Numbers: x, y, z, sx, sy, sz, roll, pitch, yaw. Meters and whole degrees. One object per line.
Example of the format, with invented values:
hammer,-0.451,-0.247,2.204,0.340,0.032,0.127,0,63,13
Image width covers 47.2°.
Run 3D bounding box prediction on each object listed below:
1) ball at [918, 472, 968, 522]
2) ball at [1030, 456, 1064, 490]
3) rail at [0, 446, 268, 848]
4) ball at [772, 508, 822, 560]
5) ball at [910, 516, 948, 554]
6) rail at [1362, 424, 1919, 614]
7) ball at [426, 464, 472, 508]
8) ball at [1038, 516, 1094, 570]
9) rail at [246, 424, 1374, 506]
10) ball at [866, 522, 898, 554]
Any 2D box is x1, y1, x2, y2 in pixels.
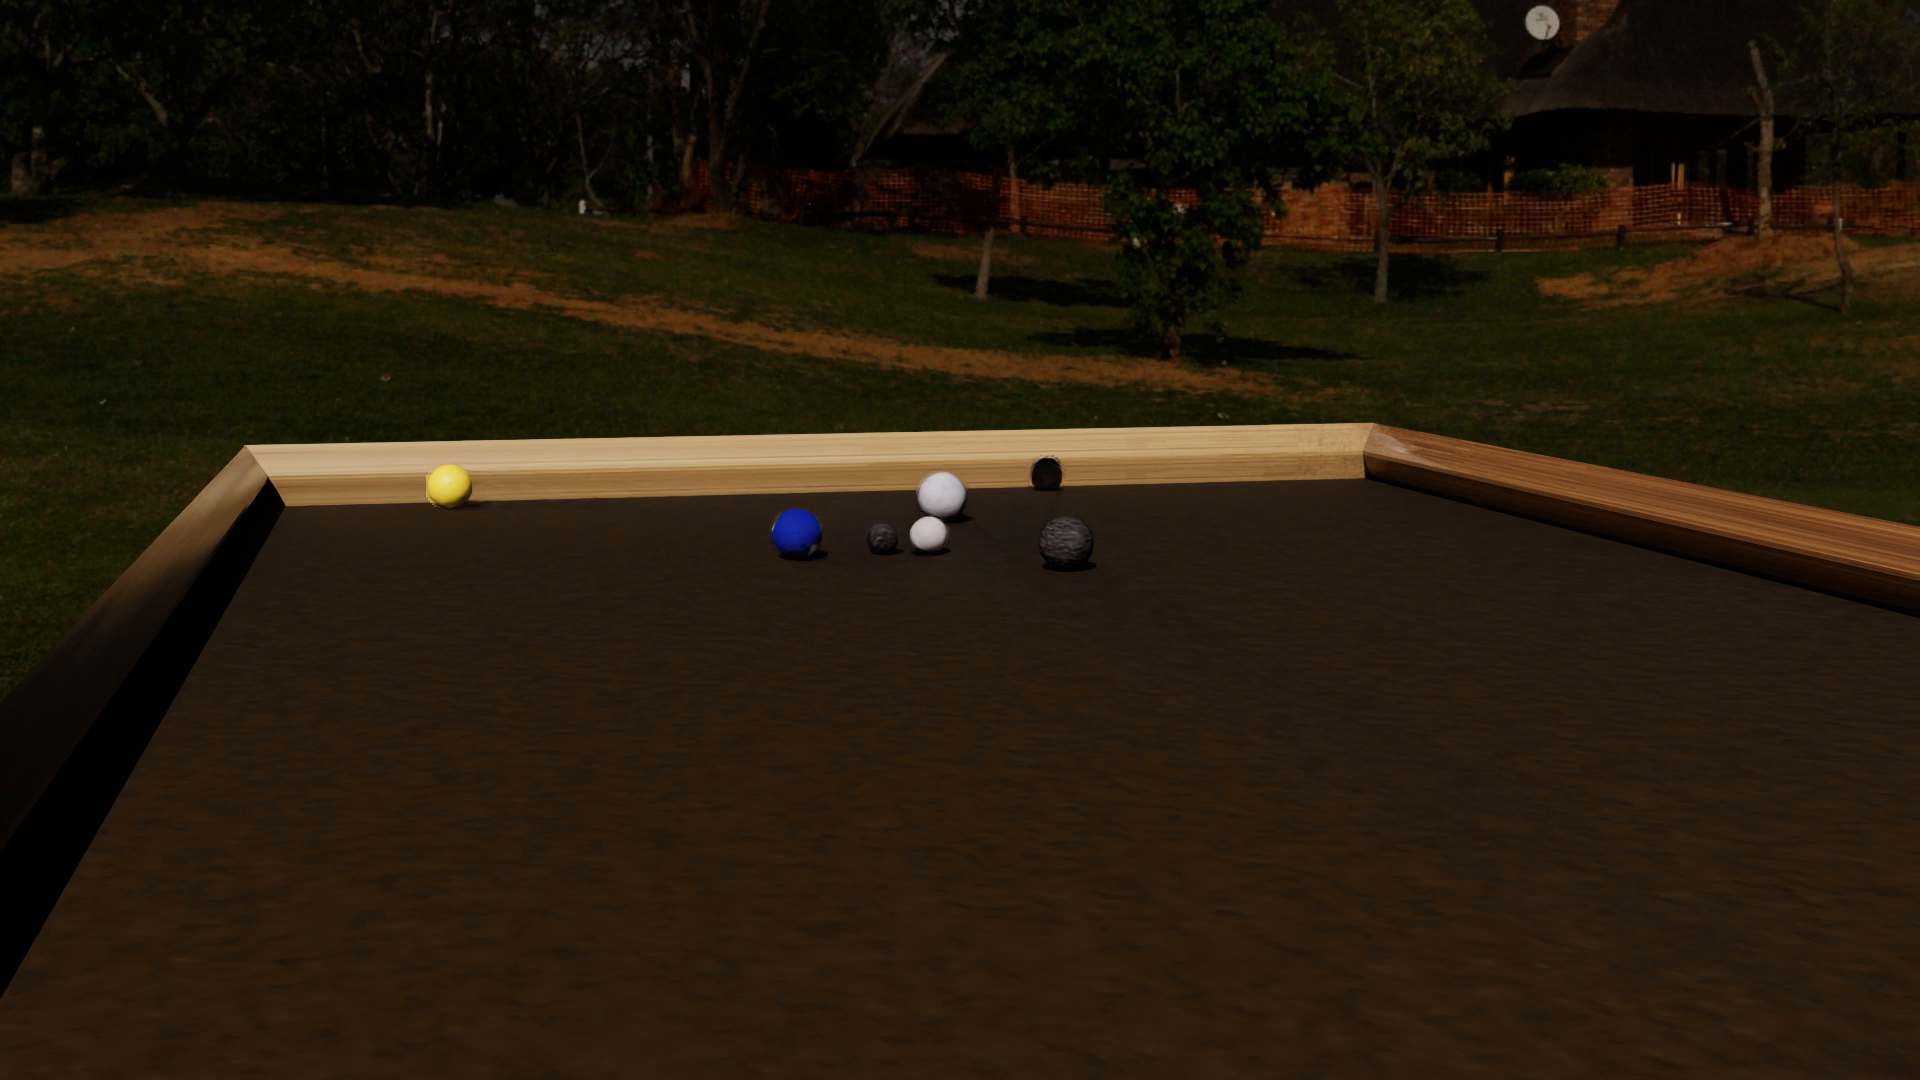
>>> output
ball,-0.033,-0.081,4.177,0.095,0.095,0.095,0,8,0
ball,0.185,-0.142,4.716,0.072,0.072,0.072,0,8,0
rail,-0.910,0.154,2.314,0.045,0.123,4.359,-2,8,-13
ball,-0.272,-0.010,3.685,0.085,0.085,0.085,0,8,0
ball,-0.053,-0.008,3.743,0.065,0.065,0.065,0,8,0
rail,1.410,0.081,2.856,0.045,0.123,4.359,-2,8,-13
ball,-1.018,-0.107,4.389,0.089,0.089,0.089,0,8,0
ball,0.172,0.005,3.557,0.089,0.089,0.089,0,8,0
rail,-0.244,-0.162,4.665,2.431,0.123,0.045,-2,8,-13
ball,-0.132,-0.003,3.744,0.055,0.055,0.055,0,8,0
